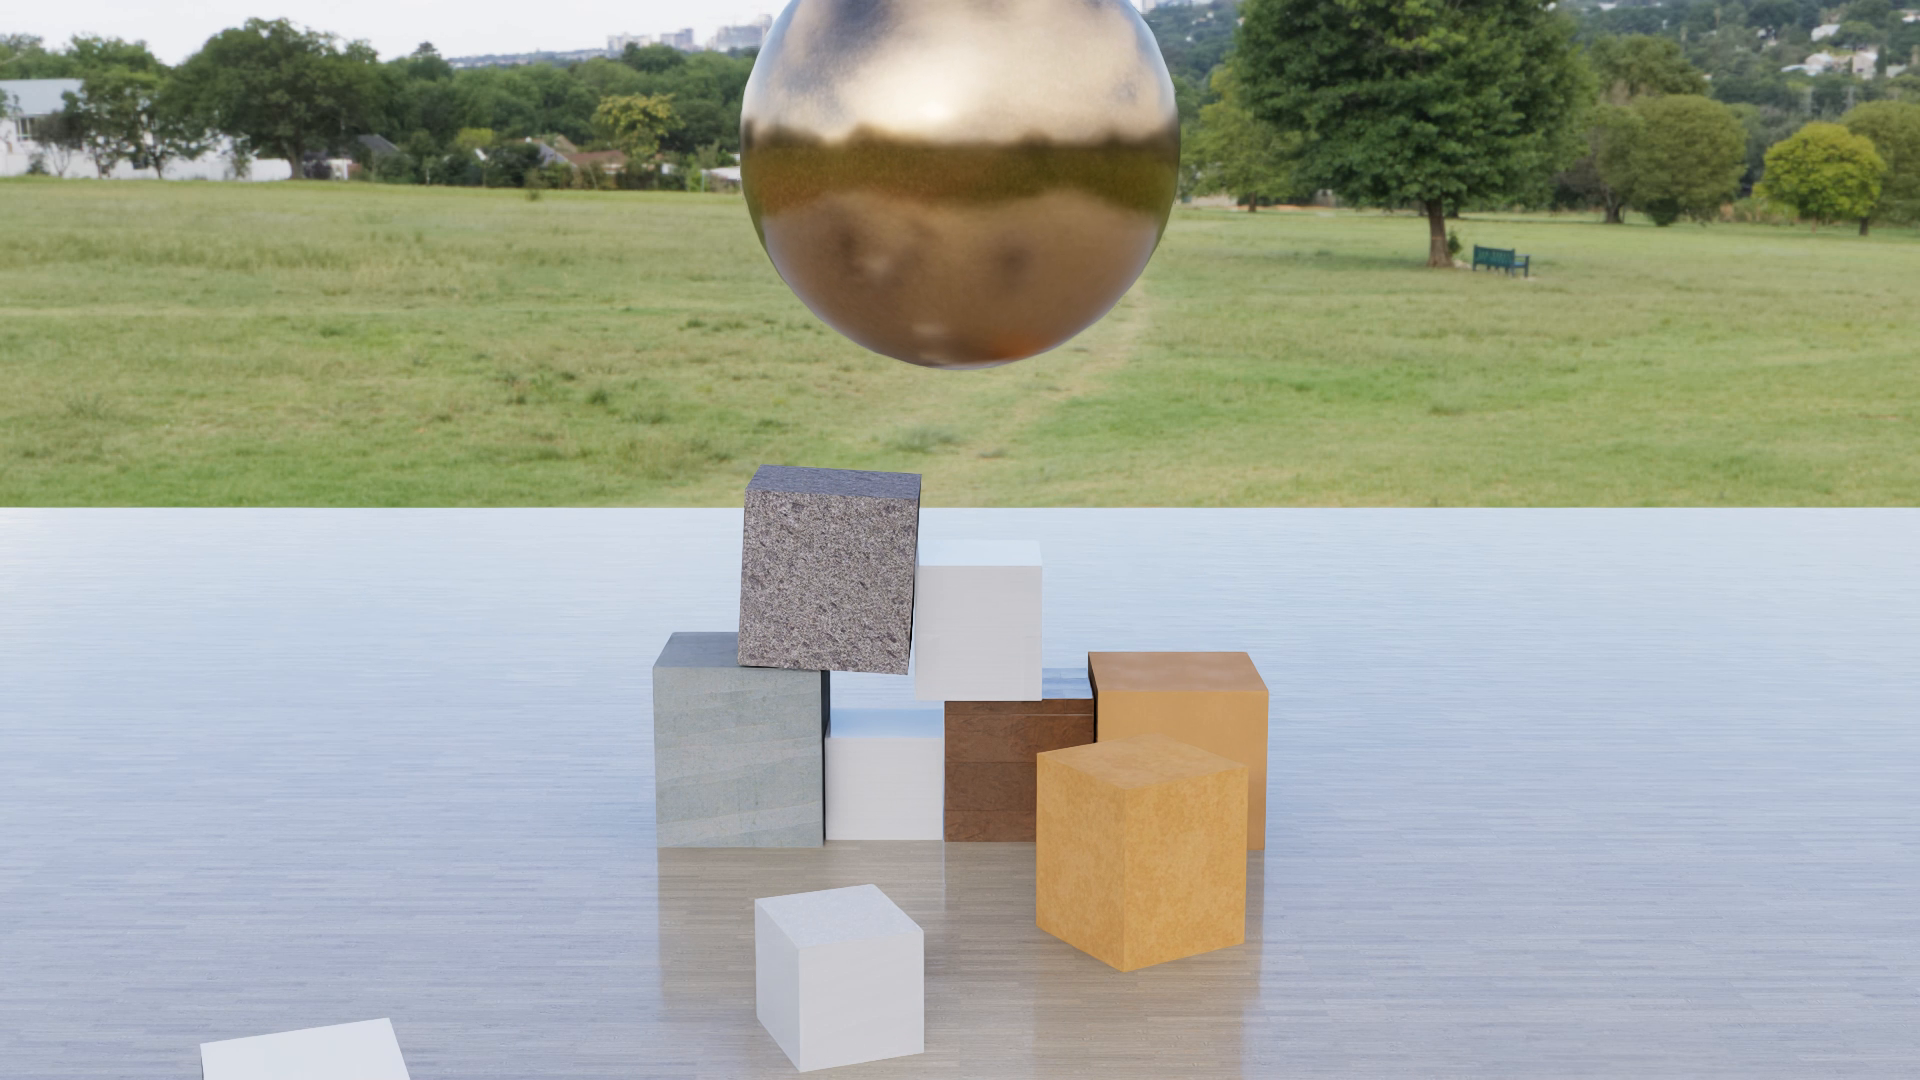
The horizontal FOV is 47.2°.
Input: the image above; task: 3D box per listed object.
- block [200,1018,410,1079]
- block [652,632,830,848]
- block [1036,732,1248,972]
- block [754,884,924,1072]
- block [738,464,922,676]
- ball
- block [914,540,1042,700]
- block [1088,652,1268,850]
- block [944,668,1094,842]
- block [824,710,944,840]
[{"bbox_3d":[-2.097,1.965,7.077,0.601,0.601,0.556,-4,11,-21],"label":"block"},{"bbox_3d":[-1.109,1.017,11.380,0.834,0.928,0.810,0,10,0],"label":"block"},{"bbox_3d":[0.802,1.368,9.774,0.665,0.811,0.665,-6,12,-32],"label":"block"},{"bbox_3d":[-0.483,1.721,8.704,0.505,0.500,0.583,-4,11,-21],"label":"block"},{"bbox_3d":[-0.650,0.135,11.192,0.842,0.878,0.840,3,10,0],"label":"block"},{"bbox_3d":[0.000,-1.419,7.964,1.600,1.600,1.600,0,10,0],"label":"ball"},{"bbox_3d":[0.092,0.401,11.250,0.632,0.686,0.696,0,10,0],"label":"block"},{"bbox_3d":[1.105,1.074,11.366,0.844,0.820,0.856,0,10,0],"label":"block"},{"bbox_3d":[0.297,1.104,11.397,0.751,0.750,0.642,0,10,0],"label":"block"},{"bbox_3d":[-0.385,1.210,11.415,0.594,0.535,0.571,0,10,0],"label":"block"}]
